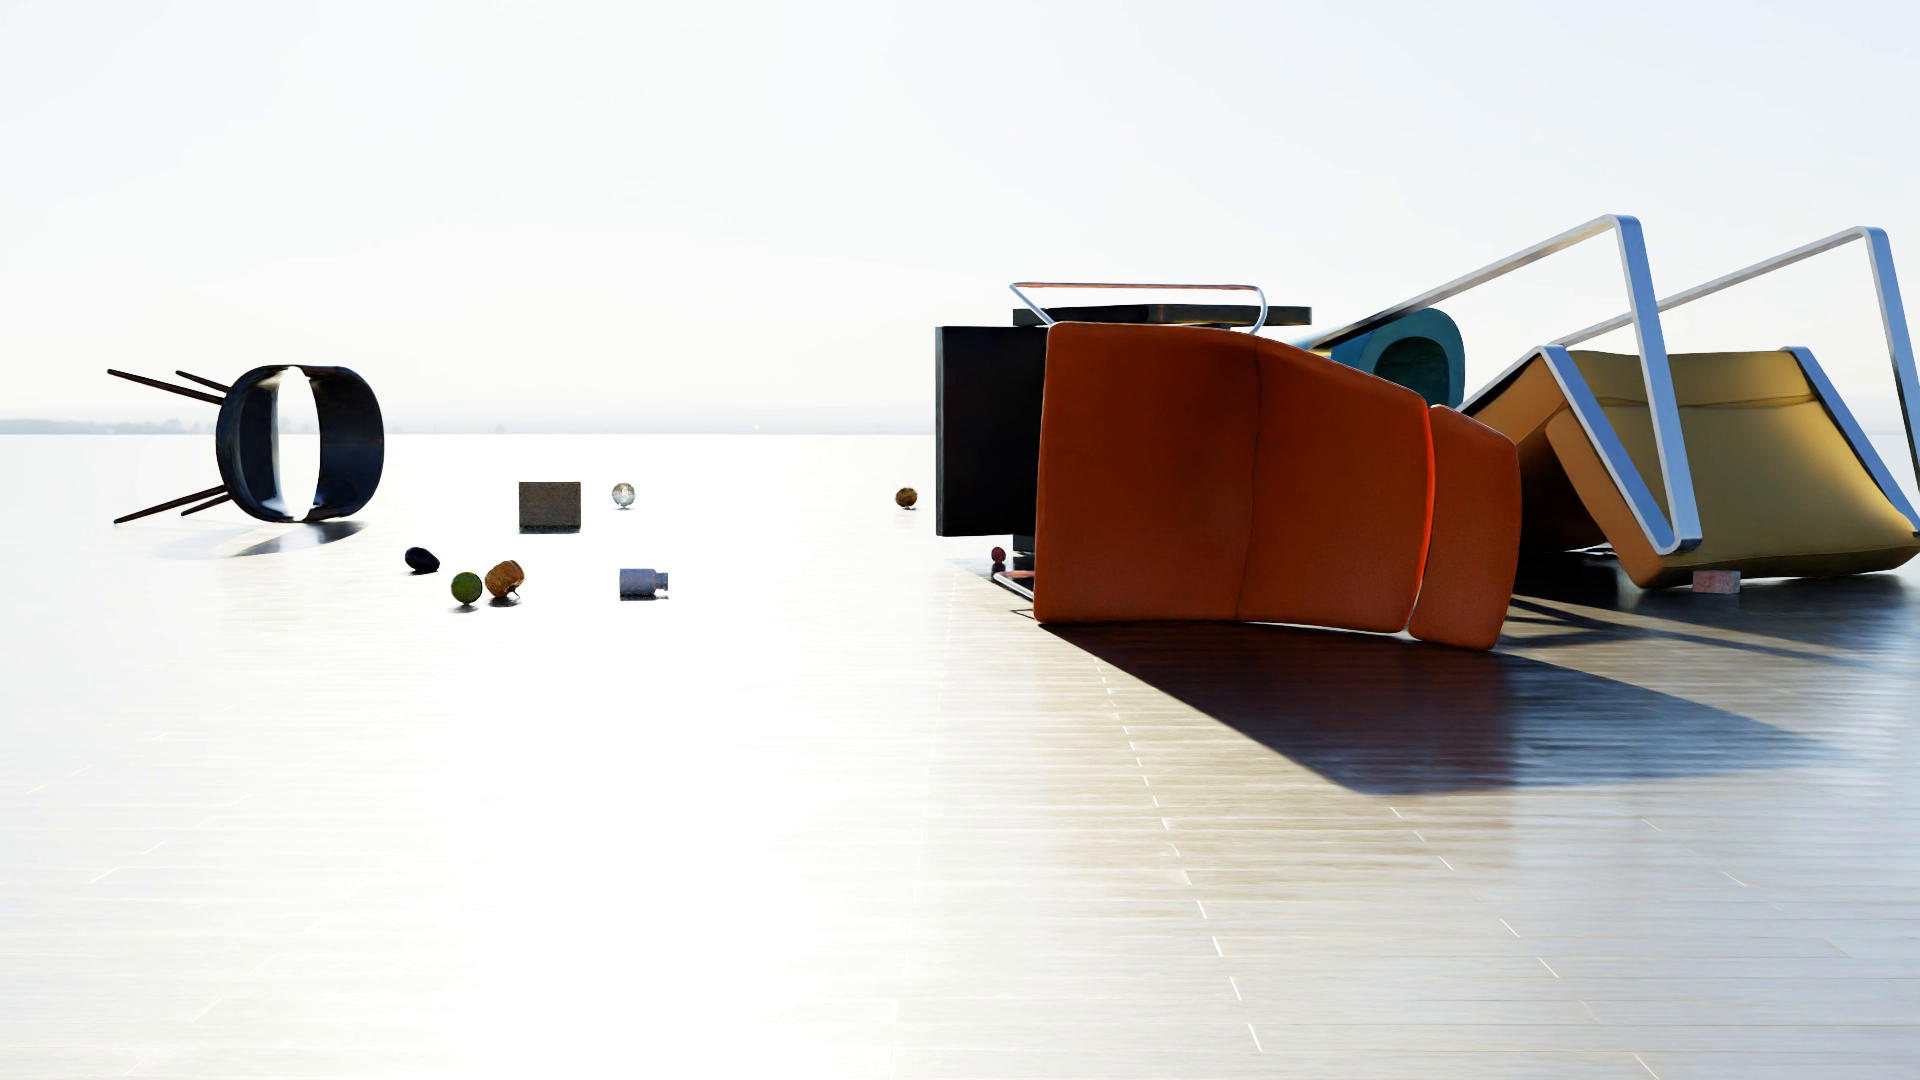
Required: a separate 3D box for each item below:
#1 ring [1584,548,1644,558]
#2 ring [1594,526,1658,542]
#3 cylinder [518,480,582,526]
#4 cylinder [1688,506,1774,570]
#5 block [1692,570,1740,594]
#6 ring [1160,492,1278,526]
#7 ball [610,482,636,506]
[{"bbox_3d":[1.751,0.034,5.885,0.156,0.024,0.088,1,3,17],"label":"ring"},{"bbox_3d":[1.968,-0.018,6.492,0.184,0.044,0.132,0,3,16],"label":"ring"},{"bbox_3d":[-1.350,-0.121,7.239,0.208,0.147,0.083,0,4,-3],"label":"cylinder"},{"bbox_3d":[1.925,-0.005,5.490,0.185,0.152,0.180,19,12,24],"label":"cylinder"},{"bbox_3d":[1.677,0.092,4.876,0.083,0.046,0.063,3,5,37],"label":"block"},{"bbox_3d":[0.872,-0.104,7.396,0.374,0.092,0.429,-3,6,-32],"label":"ring"},{"bbox_3d":[-1.280,-0.175,8.376,0.098,0.098,0.098,0,4,0],"label":"ball"}]
